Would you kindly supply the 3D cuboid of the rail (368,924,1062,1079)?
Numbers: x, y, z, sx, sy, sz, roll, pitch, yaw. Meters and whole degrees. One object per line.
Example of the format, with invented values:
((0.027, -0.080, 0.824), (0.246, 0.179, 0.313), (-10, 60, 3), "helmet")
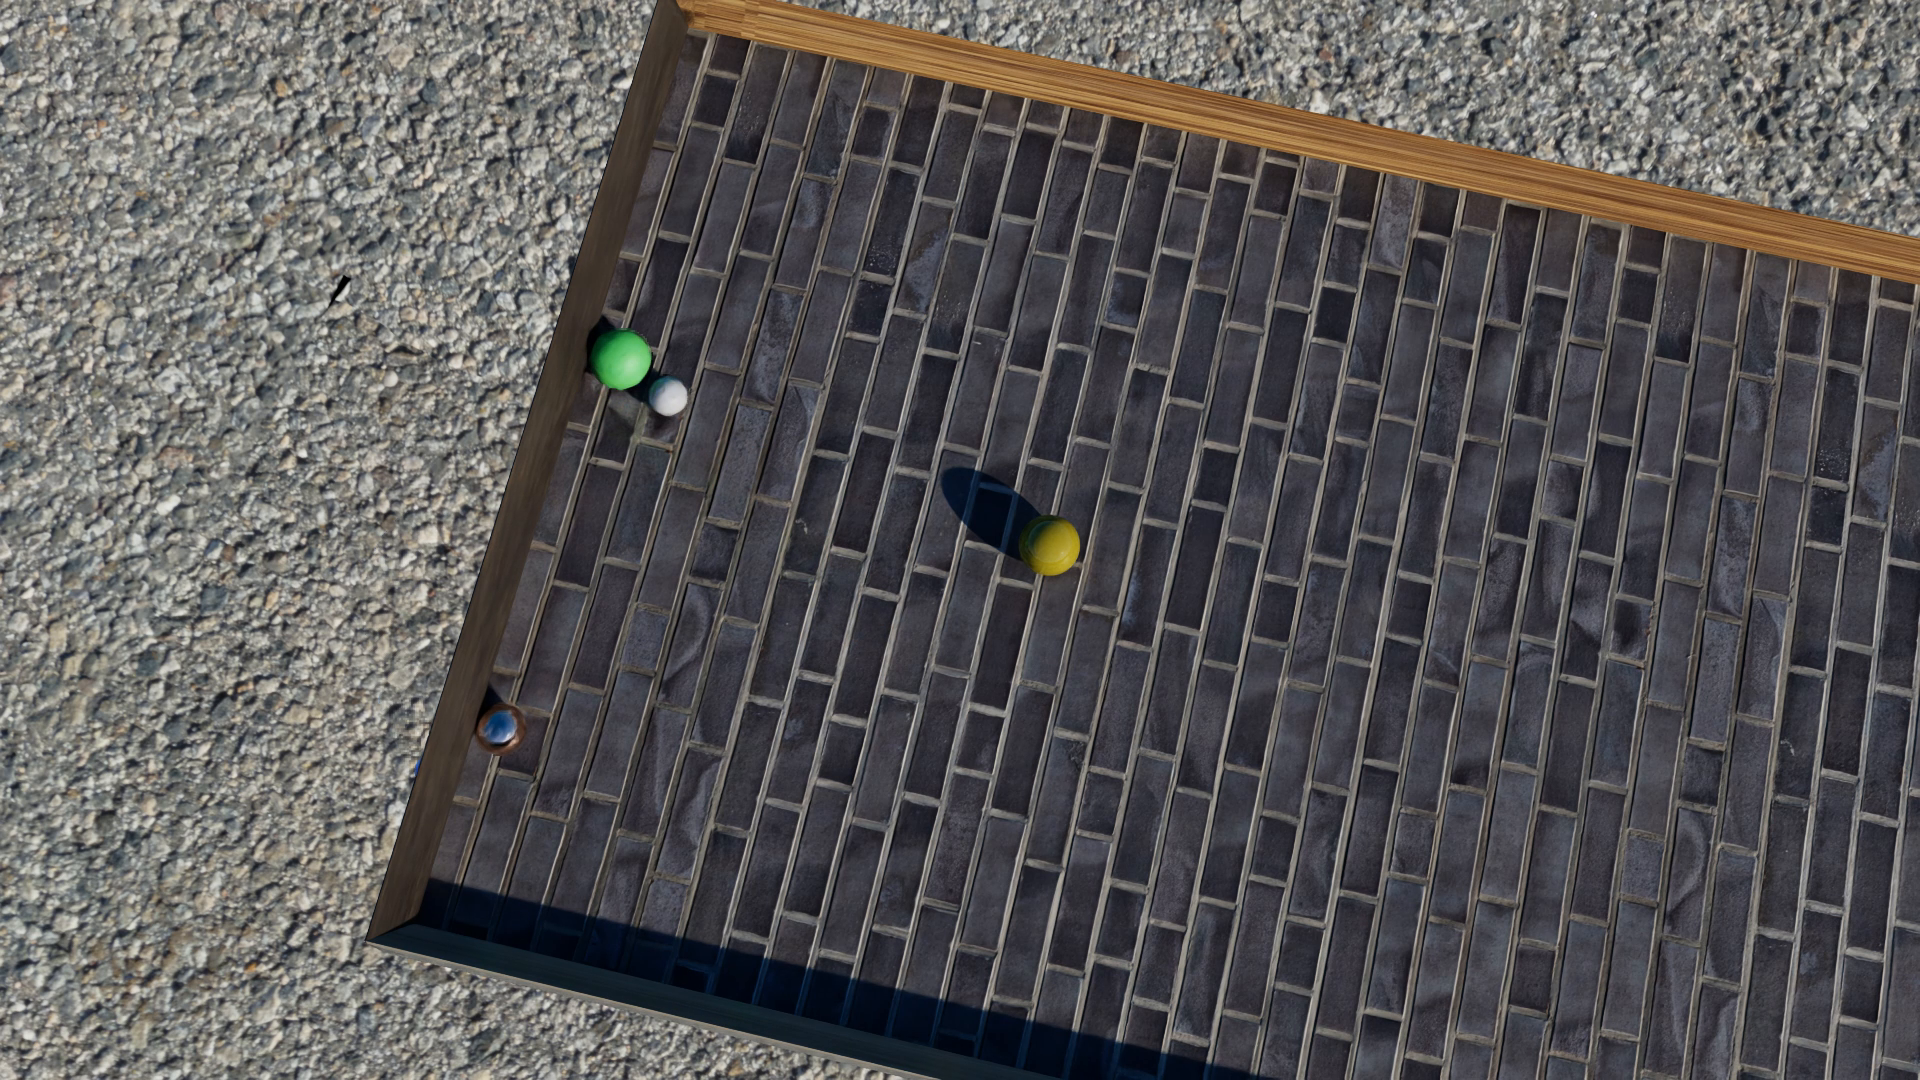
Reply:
((0.486, 0.863, 3.089), (2.724, 0.123, 0.045), (13, 73, 4), "rail")

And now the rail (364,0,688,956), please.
((-0.640, -0.150, 3.402), (0.045, 0.123, 1.598), (13, 73, 4), "rail")

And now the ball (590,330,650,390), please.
((-0.534, -0.284, 3.459), (0.095, 0.095, 0.095), (0, 73, 0), "ball")

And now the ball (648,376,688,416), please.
((-0.459, -0.226, 3.459), (0.061, 0.061, 0.061), (0, 73, 0), "ball")

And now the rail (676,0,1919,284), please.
((0.840, -0.579, 3.534), (2.724, 0.123, 0.045), (13, 73, 4), "rail")

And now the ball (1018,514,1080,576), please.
((0.137, 0.008, 3.369), (0.095, 0.095, 0.095), (0, 73, 0), "ball")

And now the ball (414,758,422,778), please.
((-1.137, 0.500, 4.745), (0.079, 0.079, 0.079), (0, 73, 0), "ball")

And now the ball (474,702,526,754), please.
((-0.688, 0.282, 3.294), (0.076, 0.076, 0.076), (0, 73, 0), "ball")
